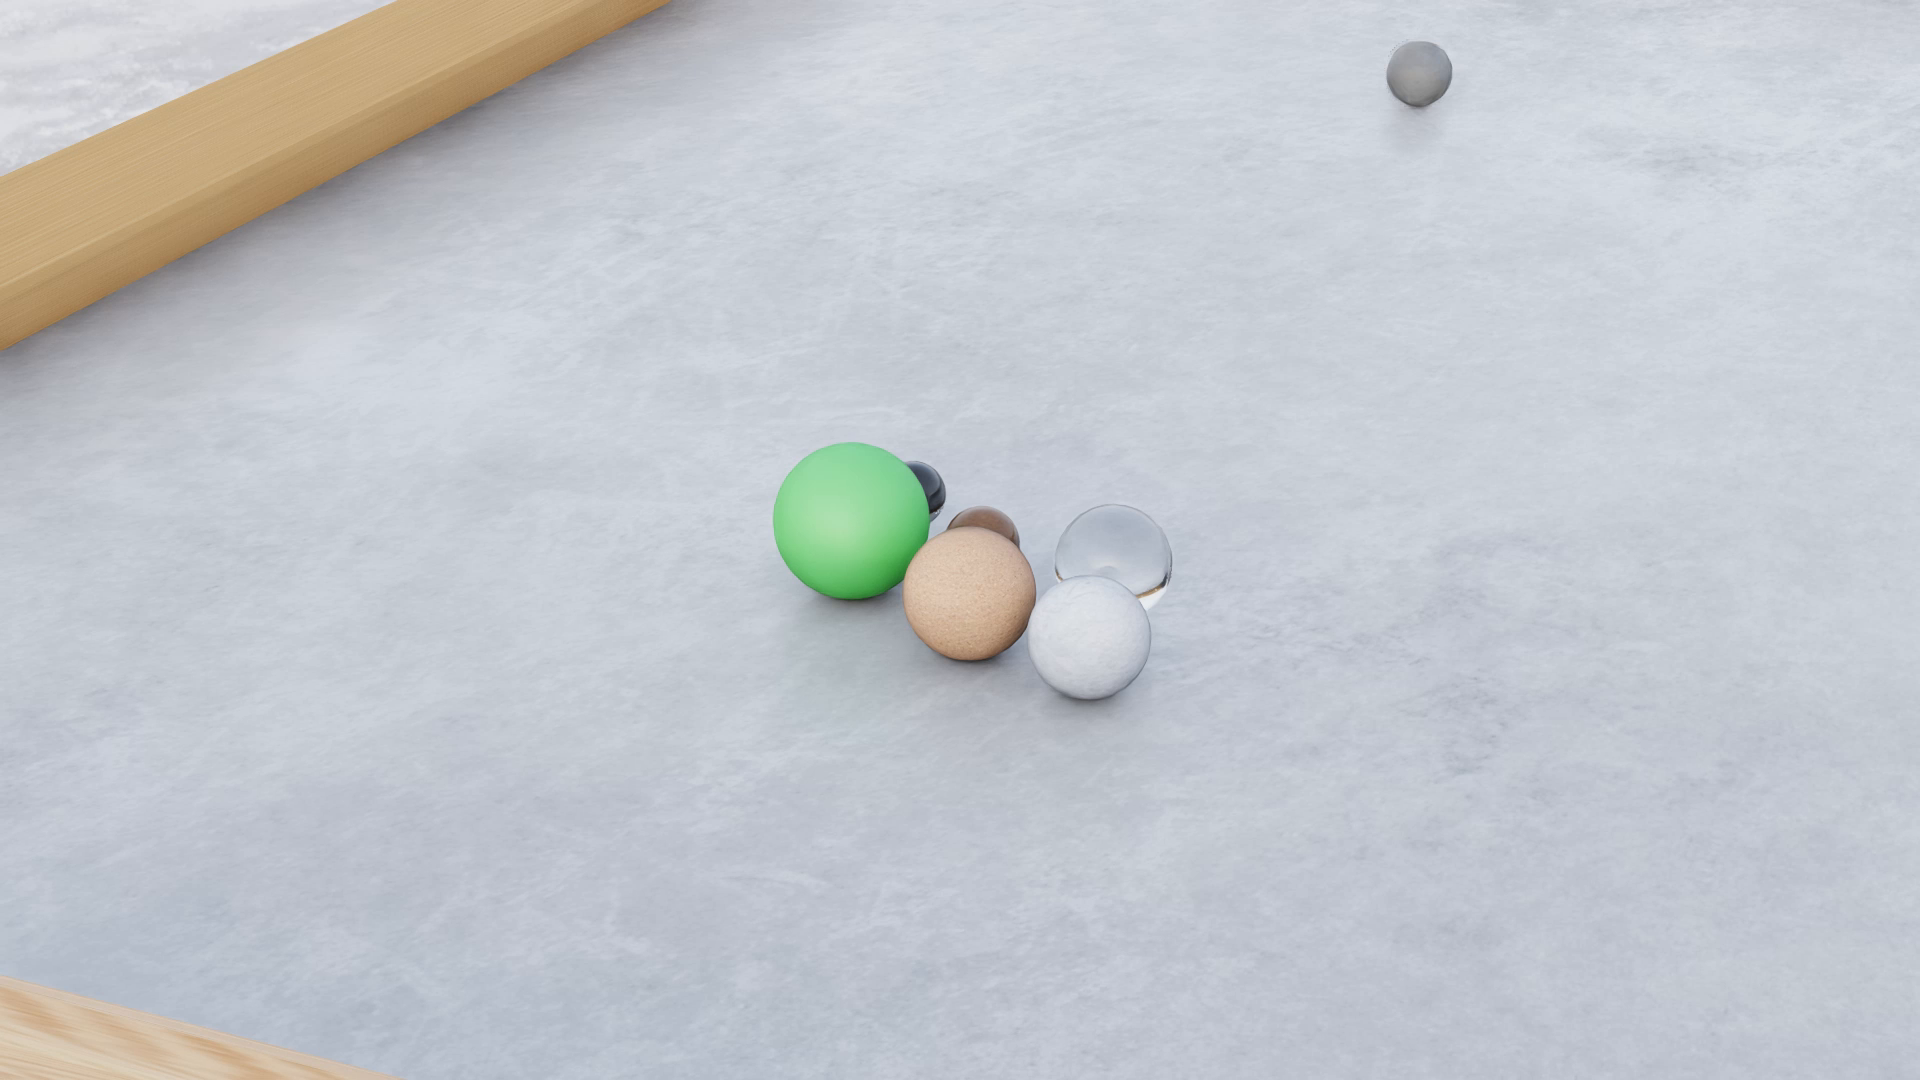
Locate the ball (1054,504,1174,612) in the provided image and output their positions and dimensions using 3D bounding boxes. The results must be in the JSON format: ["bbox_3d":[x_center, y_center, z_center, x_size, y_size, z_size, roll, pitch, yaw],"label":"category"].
[{"bbox_3d":[0.096,0.014,1.831,0.074,0.074,0.074,0,25,0],"label":"ball"}]

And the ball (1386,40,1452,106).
[{"bbox_3d":[0.442,-0.449,2.832,0.063,0.063,0.063,0,25,0],"label":"ball"}]

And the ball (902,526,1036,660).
[{"bbox_3d":[0.006,0.032,1.784,0.082,0.082,0.082,0,25,0],"label":"ball"}]

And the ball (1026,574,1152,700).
[{"bbox_3d":[0.076,0.057,1.739,0.074,0.074,0.074,0,25,0],"label":"ball"}]

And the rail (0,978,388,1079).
[{"bbox_3d":[-0.273,0.257,1.246,1.684,0.129,0.045,10,27,20],"label":"rail"}]

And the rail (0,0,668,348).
[{"bbox_3d":[-0.476,-0.453,2.759,0.045,0.129,2.990,10,27,20],"label":"rail"}]

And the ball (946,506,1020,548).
[{"bbox_3d":[0.014,0.003,1.886,0.049,0.049,0.049,0,25,0],"label":"ball"}]

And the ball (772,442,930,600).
[{"bbox_3d":[-0.069,-0.012,1.858,0.099,0.099,0.099,0,25,0],"label":"ball"}]

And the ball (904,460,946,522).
[{"bbox_3d":[-0.032,-0.031,1.962,0.045,0.045,0.045,0,25,0],"label":"ball"}]
